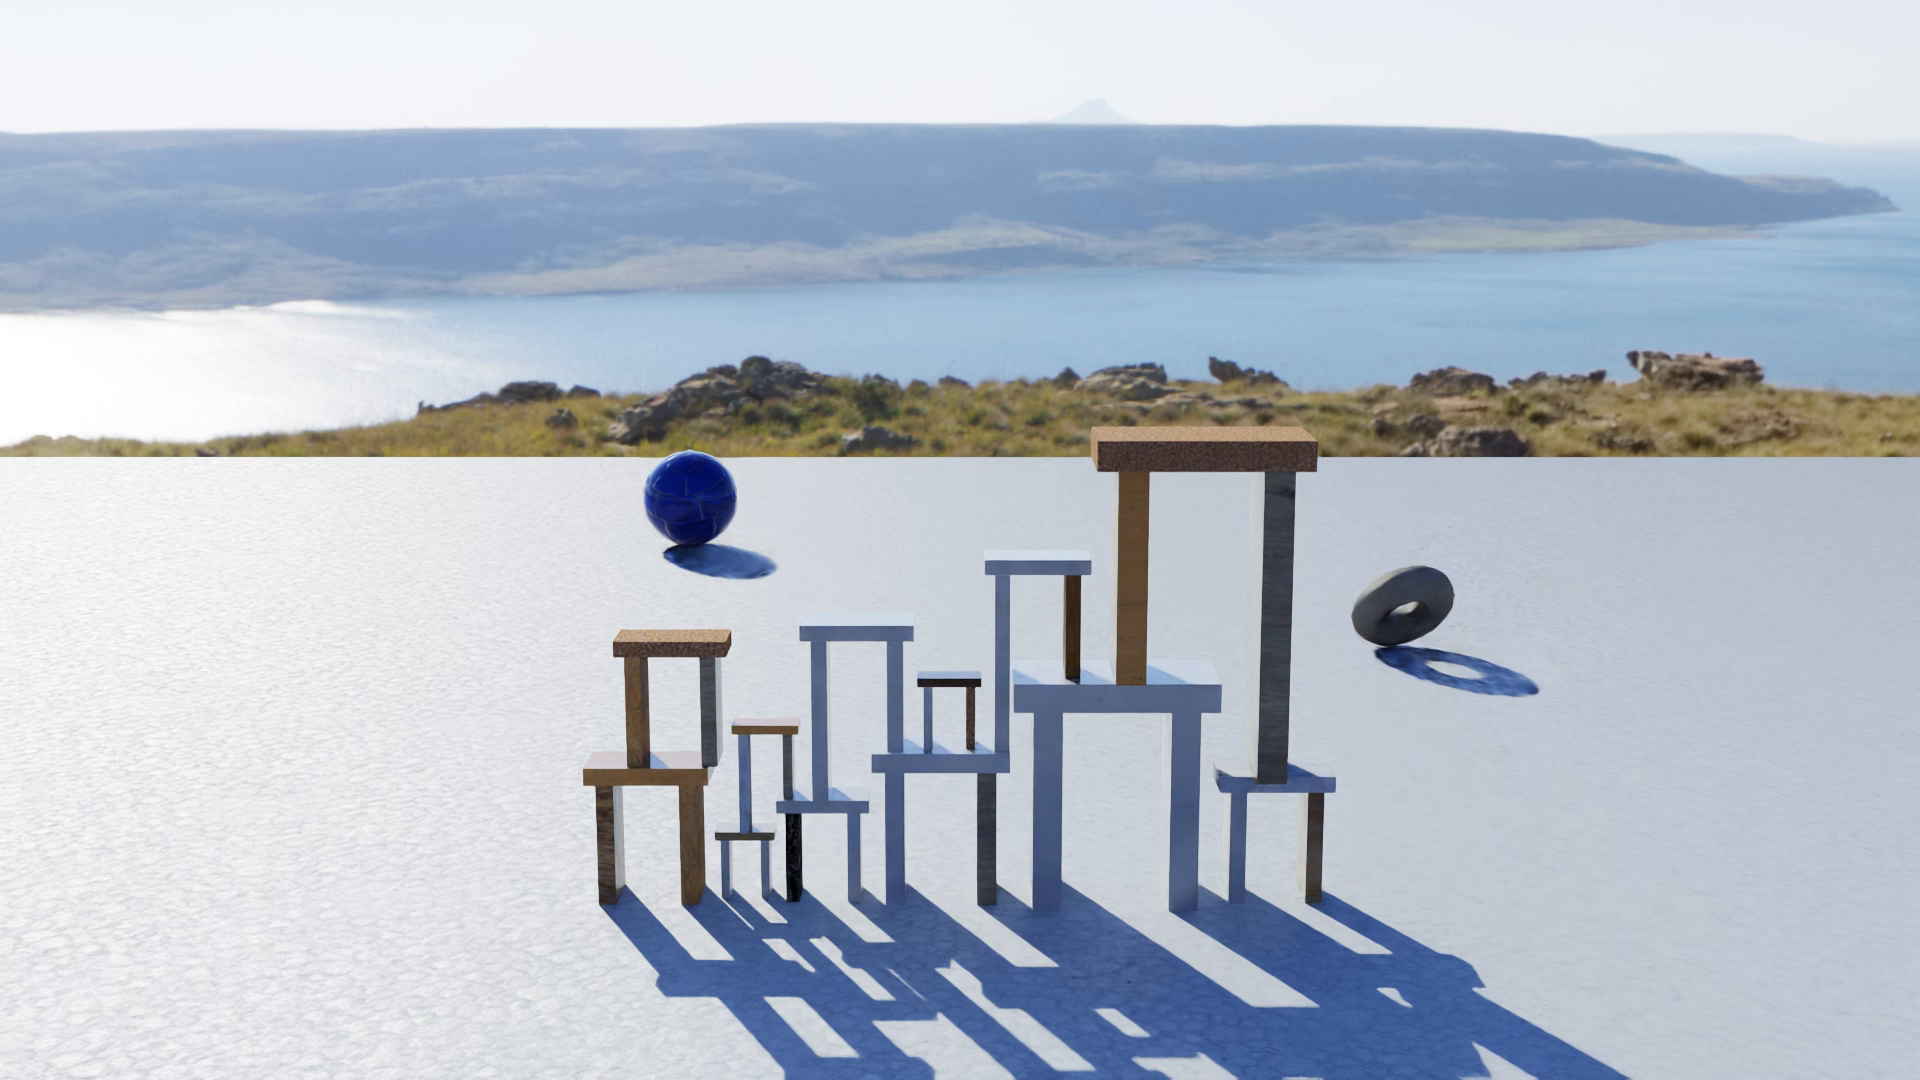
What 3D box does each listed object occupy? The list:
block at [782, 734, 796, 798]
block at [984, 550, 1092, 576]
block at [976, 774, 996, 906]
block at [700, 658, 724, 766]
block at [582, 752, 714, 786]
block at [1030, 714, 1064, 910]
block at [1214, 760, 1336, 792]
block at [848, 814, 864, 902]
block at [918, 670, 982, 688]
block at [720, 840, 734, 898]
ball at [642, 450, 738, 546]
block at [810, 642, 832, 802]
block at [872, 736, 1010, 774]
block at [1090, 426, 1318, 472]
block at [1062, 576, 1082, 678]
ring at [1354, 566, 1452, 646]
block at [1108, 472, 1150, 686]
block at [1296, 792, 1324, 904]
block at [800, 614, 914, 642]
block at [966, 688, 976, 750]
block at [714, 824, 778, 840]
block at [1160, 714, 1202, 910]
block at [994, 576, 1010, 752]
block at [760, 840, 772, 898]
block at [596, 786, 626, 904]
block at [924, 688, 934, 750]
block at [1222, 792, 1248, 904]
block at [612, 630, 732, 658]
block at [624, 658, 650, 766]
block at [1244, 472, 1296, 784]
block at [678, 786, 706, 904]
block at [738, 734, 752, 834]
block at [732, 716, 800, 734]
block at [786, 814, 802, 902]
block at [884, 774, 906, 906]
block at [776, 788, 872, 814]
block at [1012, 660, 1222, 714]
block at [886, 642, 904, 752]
[{"bbox_3d":[-0.282,0.366,3.625,0.015,0.109,0.054,0,11,0],"label":"block"},{"bbox_3d":[0.125,0.037,3.564,0.171,0.024,0.085,0,11,0],"label":"block"},{"bbox_3d":[0.044,0.479,3.648,0.032,0.225,0.113,0,11,0],"label":"block"},{"bbox_3d":[-0.408,0.271,3.613,0.026,0.183,0.091,0,11,0],"label":"block"},{"bbox_3d":[-0.512,0.377,3.625,0.203,0.029,0.102,0,11,0],"label":"block"},{"bbox_3d":[0.142,0.426,3.640,0.047,0.333,0.167,0,11,0],"label":"block"},{"bbox_3d":[0.519,0.391,3.633,0.189,0.027,0.095,0,11,0],"label":"block"},{"bbox_3d":[-0.174,0.516,3.652,0.022,0.152,0.076,0,11,0],"label":"block"},{"bbox_3d":[-0.017,0.228,3.602,0.104,0.015,0.052,0,11,0],"label":"block"},{"bbox_3d":[-0.388,0.540,3.665,0.014,0.099,0.050,0,11,0],"label":"block"},{"bbox_3d":[-0.826,-0.128,6.736,0.292,0.292,0.292,0,11,0],"label":"ball"},{"bbox_3d":[-0.228,0.287,3.617,0.026,0.268,0.092,0,11,0],"label":"block"},{"bbox_3d":[-0.031,0.353,3.625,0.225,0.032,0.113,0,11,0],"label":"block"},{"bbox_3d":[0.388,-0.146,3.530,0.345,0.049,0.172,0,11,0],"label":"block"},{"bbox_3d":[0.182,0.133,3.582,0.024,0.171,0.086,0,11,0],"label":"block"},{"bbox_3d":[1.080,0.161,5.359,0.258,0.258,0.086,-4,50,-18],"label":"ring"},{"bbox_3d":[0.273,0.047,3.565,0.049,0.345,0.172,0,11,0],"label":"block"},{"bbox_3d":[0.582,0.497,3.652,0.027,0.189,0.094,0,11,0],"label":"block"},{"bbox_3d":[-0.167,0.142,3.590,0.184,0.026,0.092,0,11,0],"label":"block"},{"bbox_3d":[0.017,0.286,3.612,0.015,0.104,0.052,0,11,0],"label":"block"},{"bbox_3d":[-0.355,0.485,3.654,0.099,0.014,0.050,0,11,0],"label":"block"},{"bbox_3d":[0.364,0.426,3.640,0.047,0.333,0.167,0,11,0],"label":"block"},{"bbox_3d":[0.068,0.193,3.593,0.024,0.294,0.086,0,11,0],"label":"block"},{"bbox_3d":[-0.322,0.540,3.665,0.014,0.099,0.050,0,11,0],"label":"block"},{"bbox_3d":[-0.579,0.491,3.647,0.029,0.203,0.102,0,11,0],"label":"block"},{"bbox_3d":[-0.052,0.286,3.612,0.015,0.104,0.052,0,11,0],"label":"block"},{"bbox_3d":[0.456,0.497,3.652,0.027,0.189,0.095,0,11,0],"label":"block"},{"bbox_3d":[-0.469,0.169,3.594,0.183,0.026,0.091,0,11,0],"label":"block"},{"bbox_3d":[-0.530,0.271,3.613,0.026,0.183,0.091,0,11,0],"label":"block"},{"bbox_3d":[0.503,0.128,3.581,0.049,0.509,0.172,0,11,0],"label":"block"},{"bbox_3d":[-0.444,0.491,3.647,0.029,0.203,0.102,0,11,0],"label":"block"},{"bbox_3d":[-0.355,0.396,3.630,0.015,0.170,0.054,0,11,0],"label":"block"},{"bbox_3d":[-0.318,0.305,3.614,0.109,0.015,0.054,0,11,0],"label":"block"},{"bbox_3d":[-0.276,0.516,3.652,0.022,0.152,0.076,0,11,0],"label":"block"},{"bbox_3d":[-0.106,0.479,3.648,0.032,0.225,0.113,0,11,0],"label":"block"},{"bbox_3d":[-0.225,0.430,3.636,0.152,0.022,0.076,0,11,0],"label":"block"},{"bbox_3d":[0.253,0.239,3.605,0.333,0.047,0.167,0,11,0],"label":"block"},{"bbox_3d":[-0.105,0.246,3.609,0.026,0.185,0.092,0,11,0],"label":"block"}]
